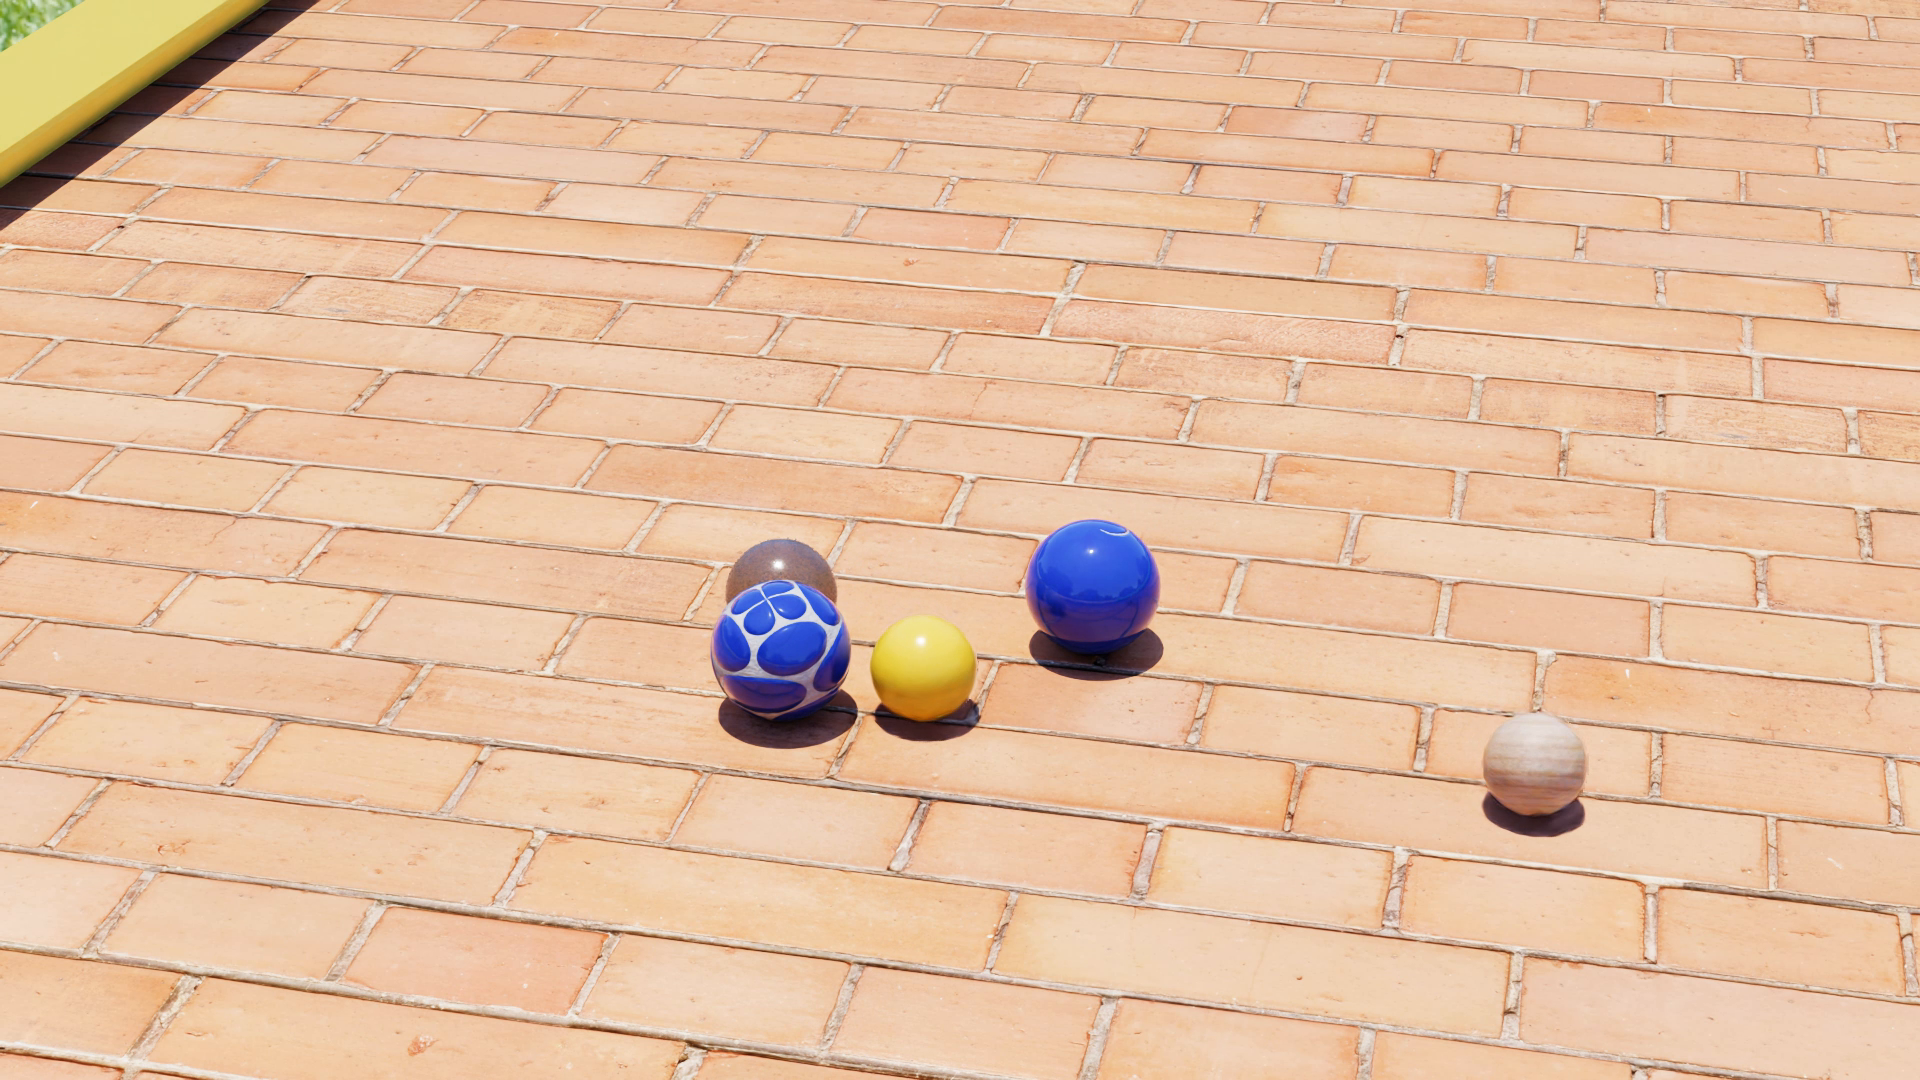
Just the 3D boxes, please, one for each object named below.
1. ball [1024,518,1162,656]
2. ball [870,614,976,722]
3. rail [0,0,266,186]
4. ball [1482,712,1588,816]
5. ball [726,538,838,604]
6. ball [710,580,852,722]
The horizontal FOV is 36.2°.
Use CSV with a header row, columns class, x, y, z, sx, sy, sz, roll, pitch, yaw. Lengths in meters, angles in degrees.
class,x,y,z,sx,sy,sz,roll,pitch,yaw
ball,0.077,0.027,1.701,0.079,0.079,0.079,0,27,0
ball,-0.020,0.071,1.637,0.060,0.060,0.060,0,27,0
rail,-0.690,-0.473,2.637,0.045,0.103,3.285,6,28,11
ball,0.303,0.118,1.551,0.055,0.055,0.055,0,27,0
ball,-0.104,0.032,1.707,0.065,0.065,0.065,0,27,0
ball,-0.099,0.061,1.635,0.079,0.079,0.079,0,27,0
